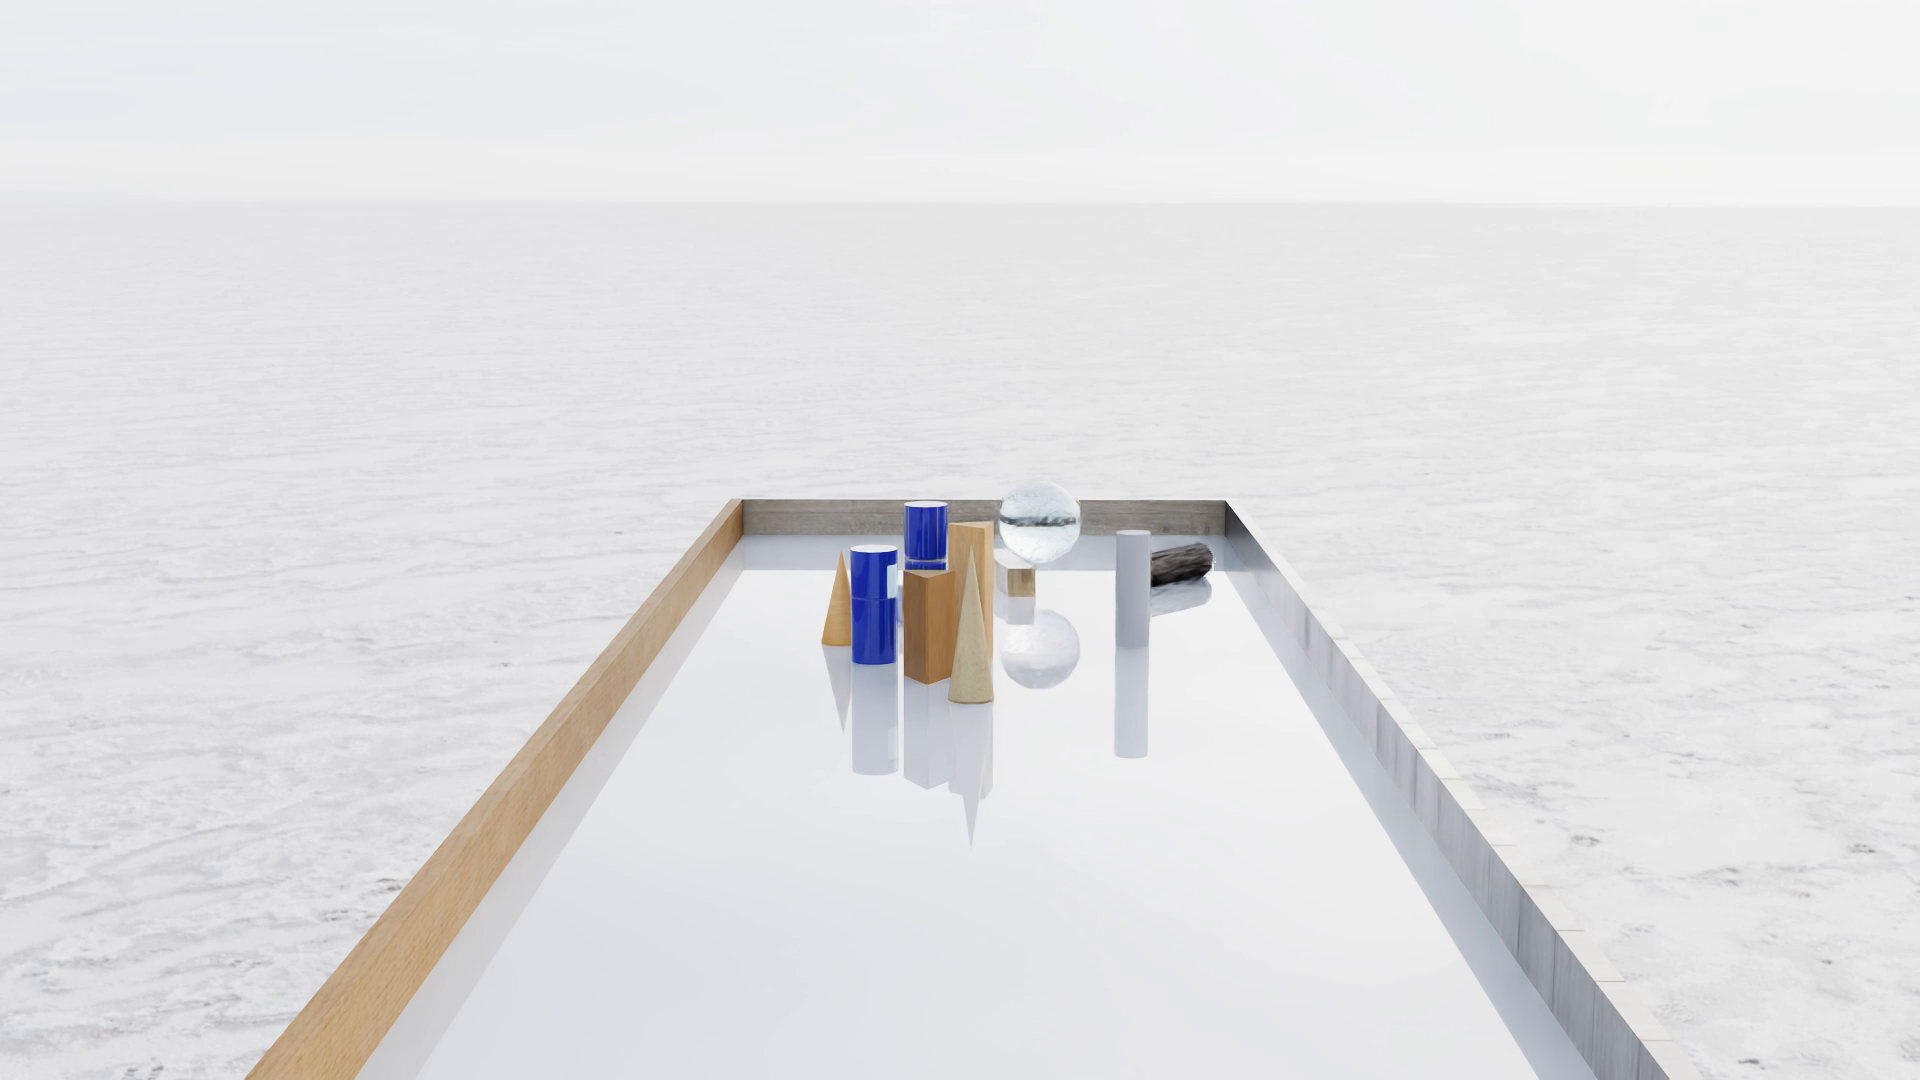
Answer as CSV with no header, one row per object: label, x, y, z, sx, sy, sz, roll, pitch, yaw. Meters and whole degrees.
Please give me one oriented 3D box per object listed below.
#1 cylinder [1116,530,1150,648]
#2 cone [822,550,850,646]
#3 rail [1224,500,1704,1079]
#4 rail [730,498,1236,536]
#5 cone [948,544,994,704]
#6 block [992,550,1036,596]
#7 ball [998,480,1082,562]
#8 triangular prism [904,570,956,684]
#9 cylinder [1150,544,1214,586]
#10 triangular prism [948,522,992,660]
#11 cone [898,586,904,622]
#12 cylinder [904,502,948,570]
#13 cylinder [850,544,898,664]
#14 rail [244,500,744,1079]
cylinder,0.543,0.152,6.906,0.108,0.357,0.108,0,9,0
cone,-0.373,0.174,6.944,0.136,0.302,0.136,0,9,0
rail,1.046,0.843,3.208,0.050,0.150,12.000,0,9,1
rail,0.099,-0.098,9.147,2.100,0.150,0.050,0,9,1
cone,0.032,0.227,6.152,0.133,0.447,0.133,0,9,0
block,0.174,0.117,7.947,0.101,0.101,0.412,-2,9,-12
ball,0.288,-0.068,7.938,0.299,0.299,0.299,0,9,0
triangular prism,-0.110,0.248,6.441,0.131,0.314,0.151,6,11,32
cylinder,0.766,0.094,8.043,0.117,0.117,0.386,8,12,41
triangular prism,0.059,0.156,6.686,0.142,0.418,0.123,8,12,41
cone,-0.207,0.209,7.499,0.121,0.121,0.403,0,0,0
cylinder,-0.108,0.105,6.933,0.136,0.442,0.136,0,9,0
cylinder,-0.260,0.196,6.676,0.143,0.344,0.143,0,9,0
rail,-1.004,0.839,3.234,0.050,0.150,12.000,0,9,1
